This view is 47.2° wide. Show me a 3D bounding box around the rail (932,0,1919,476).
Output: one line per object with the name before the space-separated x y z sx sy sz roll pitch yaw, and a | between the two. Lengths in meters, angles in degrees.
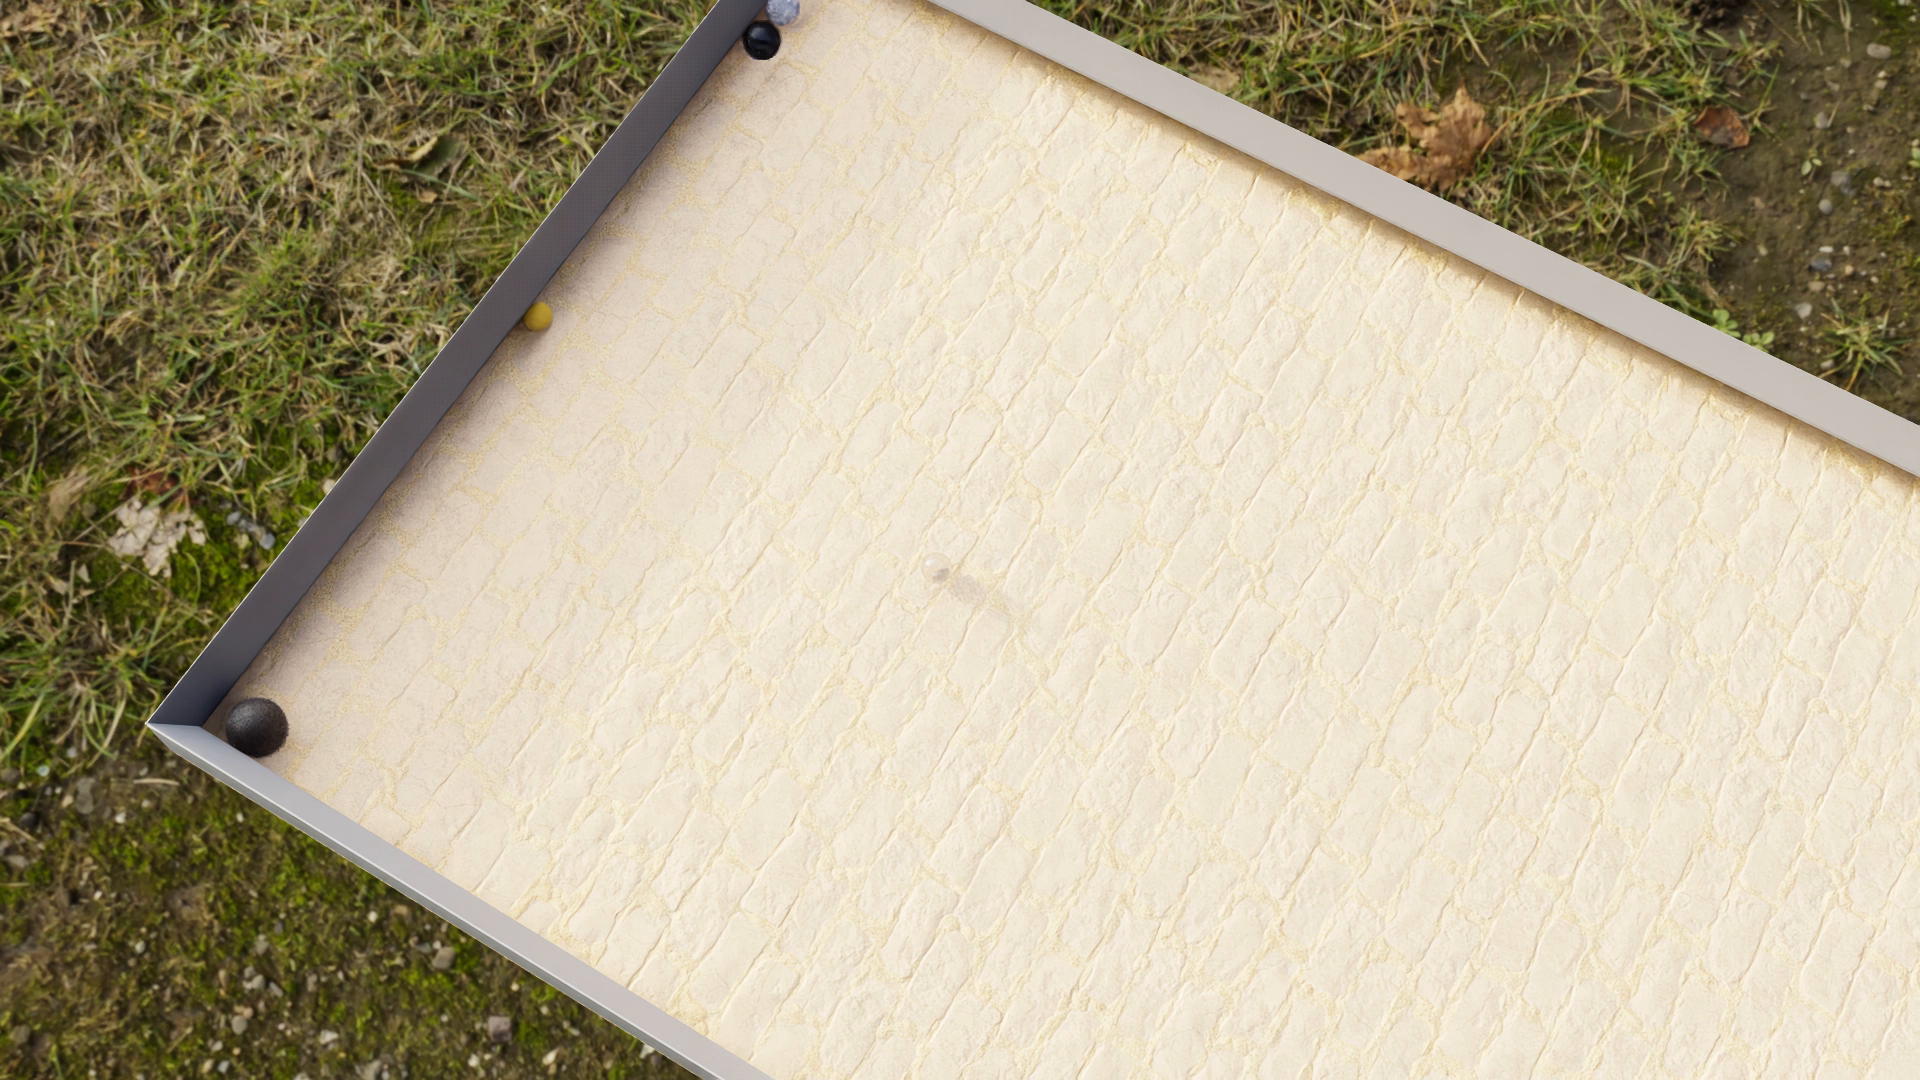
rail | 1.224 -0.309 3.669 3.543 0.121 0.045 28 69 12

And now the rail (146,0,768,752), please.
rail | -0.741 -0.412 3.716 0.045 0.121 1.860 28 69 12

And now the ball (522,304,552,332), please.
ball | -0.720 -0.379 3.742 0.049 0.049 0.049 0 65 0

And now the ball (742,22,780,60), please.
ball | -0.358 -0.901 3.970 0.069 0.069 0.069 0 65 0

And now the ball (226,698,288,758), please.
ball | -1.091 0.291 3.411 0.093 0.093 0.093 0 65 0

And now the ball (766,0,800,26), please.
ball | -0.322 -0.968 4.004 0.062 0.062 0.062 0 65 0

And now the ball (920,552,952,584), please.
ball | -0.038 0.045 3.547 0.051 0.051 0.051 0 65 0

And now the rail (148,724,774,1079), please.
rail | 0.299 1.107 3.020 3.543 0.121 0.045 28 69 12
